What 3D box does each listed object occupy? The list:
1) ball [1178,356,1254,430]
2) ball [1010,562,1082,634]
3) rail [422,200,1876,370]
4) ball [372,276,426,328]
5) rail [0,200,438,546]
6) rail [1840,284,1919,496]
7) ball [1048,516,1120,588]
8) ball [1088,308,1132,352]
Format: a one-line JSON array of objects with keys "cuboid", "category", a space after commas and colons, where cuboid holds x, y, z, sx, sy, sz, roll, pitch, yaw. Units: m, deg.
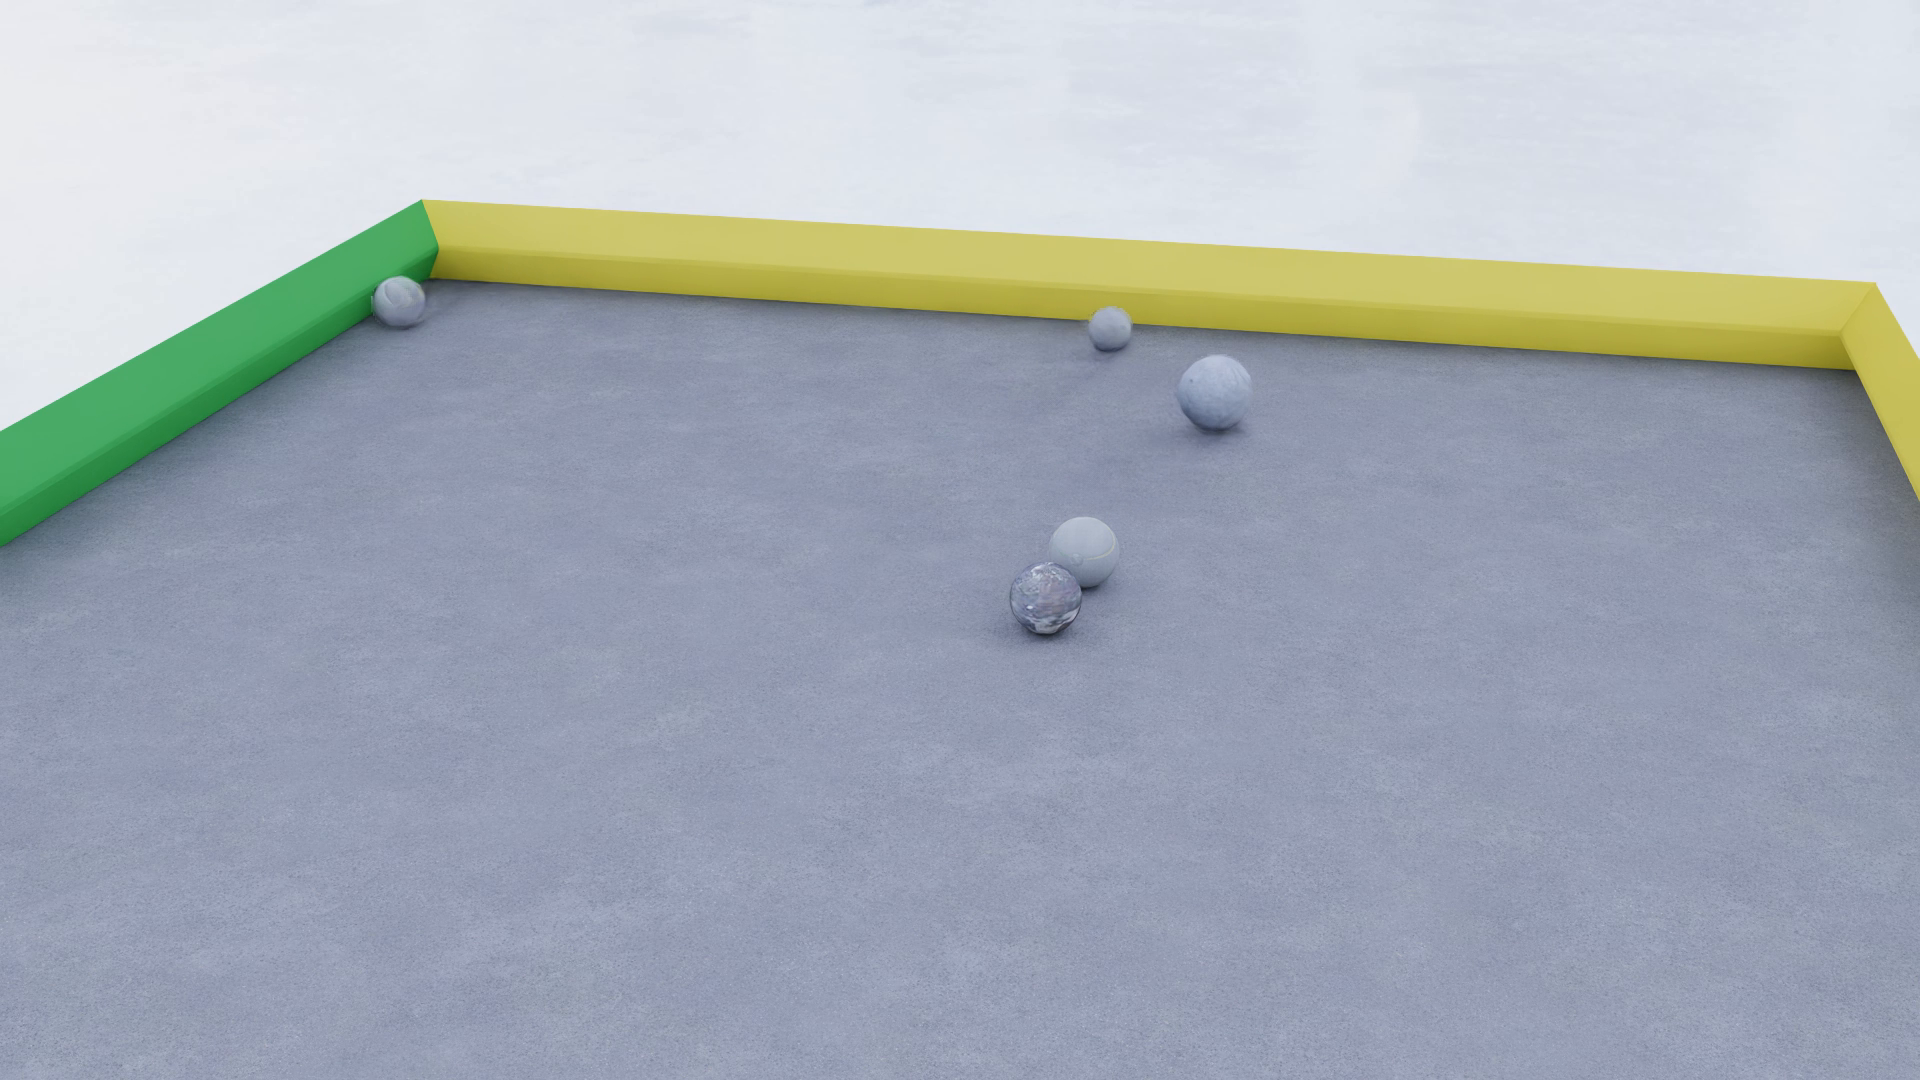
[{"cuboid": [0.341, -0.195, 2.930, 0.100, 0.100, 0.100, 0, 23, 0], "category": "ball"}, {"cuboid": [0.092, 0.062, 2.348, 0.078, 0.078, 0.078, 0, 23, 0], "category": "ball"}, {"cuboid": [0.209, -0.391, 3.352, 2.231, 0.130, 0.045, 5, 23, 11], "category": "rail"}, {"cuboid": [-0.855, -0.363, 3.353, 0.079, 0.079, 0.079, 0, 23, 0], "category": "ball"}, {"cuboid": [-1.280, 0.261, 1.806, 0.045, 0.130, 3.966, 5, 23, 11], "category": "rail"}, {"cuboid": [0.852, 0.444, 1.372, 0.045, 0.130, 3.966, 5, 23, 11], "category": "rail"}, {"cuboid": [0.138, 0.014, 2.459, 0.080, 0.080, 0.080, 0, 23, 0], "category": "ball"}, {"cuboid": [0.222, -0.310, 3.249, 0.064, 0.064, 0.064, 0, 23, 0], "category": "ball"}]
